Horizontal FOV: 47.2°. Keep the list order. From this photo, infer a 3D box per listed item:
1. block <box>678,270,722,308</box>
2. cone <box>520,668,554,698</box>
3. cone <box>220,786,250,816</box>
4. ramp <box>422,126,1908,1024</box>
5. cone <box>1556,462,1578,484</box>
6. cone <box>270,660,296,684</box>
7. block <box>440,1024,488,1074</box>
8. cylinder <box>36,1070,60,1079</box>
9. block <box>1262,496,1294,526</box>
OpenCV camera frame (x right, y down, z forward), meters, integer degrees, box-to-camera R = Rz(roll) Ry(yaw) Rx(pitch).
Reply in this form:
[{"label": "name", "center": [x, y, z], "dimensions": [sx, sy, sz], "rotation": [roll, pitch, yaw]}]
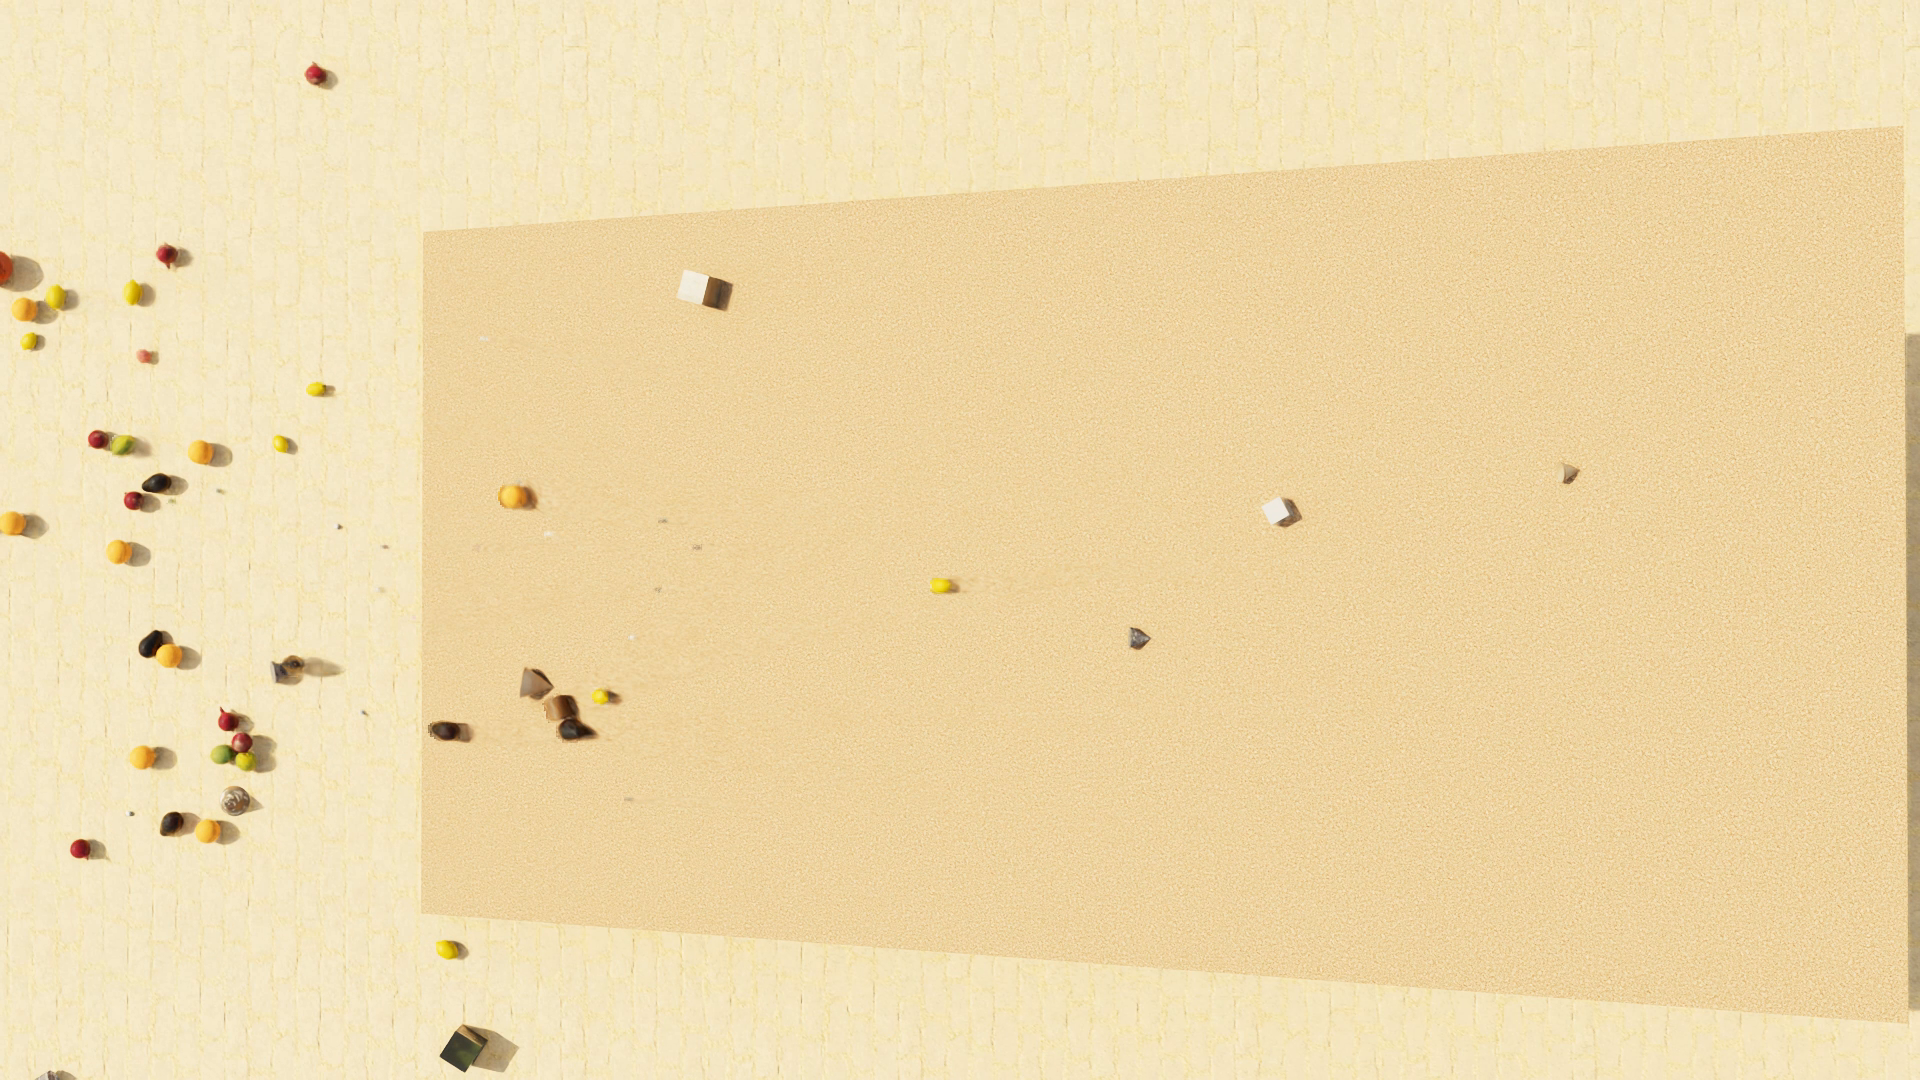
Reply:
[{"label": "block", "center": [-0.715, -0.692, 6.053], "dimensions": [0.081, 0.081, 0.081], "rotation": [18, 96, 22]}, {"label": "cone", "center": [-1.200, 0.413, 6.266], "dimensions": [0.092, 0.092, 0.092], "rotation": [9, 89, -4]}, {"label": "cone", "center": [-2.157, 0.775, 6.490], "dimensions": [0.091, 0.091, 0.091], "rotation": [0, 89, 0]}, {"label": "ramp", "center": [0.283, 0.085, 5.719], "dimensions": [4.000, 0.100, 2.000], "rotation": [0, 89, 23]}, {"label": "cone", "center": [1.435, -0.163, 5.169], "dimensions": [0.051, 0.051, 0.051], "rotation": [-13, 89, -16]}, {"label": "cone", "center": [-2.003, 0.386, 6.525], "dimensions": [0.071, 0.071, 0.071], "rotation": [-10, 89, -27]}, {"label": "block", "center": [-1.463, 1.499, 6.482], "dimensions": [0.091, 0.091, 0.091], "rotation": [32, 89, 0]}, {"label": "cylinder", "center": [-2.702, 1.610, 6.495], "dimensions": [0.061, 0.061, 0.061], "rotation": [-32, 89, 0]}, {"label": "block", "center": [0.785, -0.072, 5.427], "dimensions": [0.052, 0.052, 0.052], "rotation": [-31, 78, 20]}]
